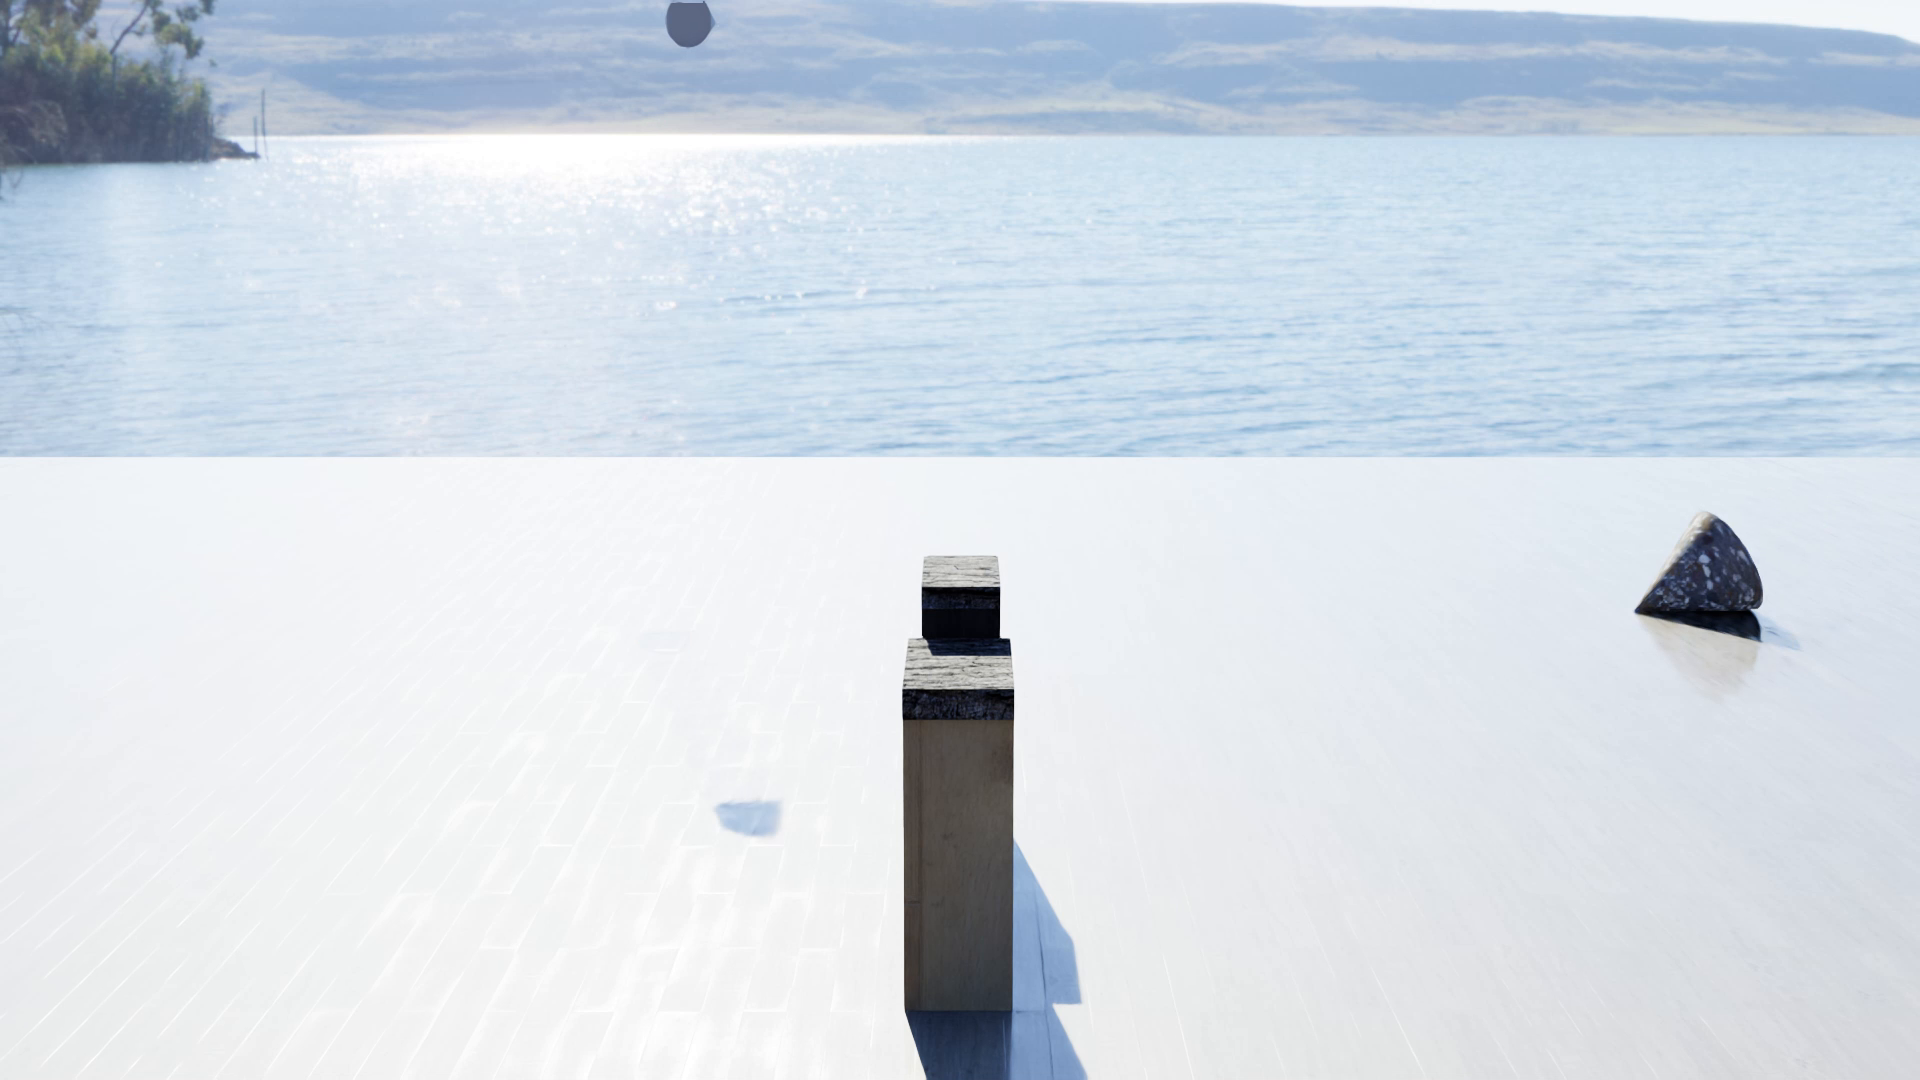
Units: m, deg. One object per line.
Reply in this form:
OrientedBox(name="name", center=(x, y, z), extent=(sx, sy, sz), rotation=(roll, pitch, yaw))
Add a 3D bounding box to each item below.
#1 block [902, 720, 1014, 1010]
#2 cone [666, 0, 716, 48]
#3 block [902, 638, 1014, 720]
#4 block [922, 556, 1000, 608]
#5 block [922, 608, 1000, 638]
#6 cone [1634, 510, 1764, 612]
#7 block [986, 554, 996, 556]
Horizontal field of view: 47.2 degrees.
OrientedBox(name="block", center=(-0.002, 0.459, 3.162), extent=(0.157, 0.443, 0.044), rotation=(0, 11, 0))
OrientedBox(name="cone", center=(-0.737, -1.482, 6.292), extent=(0.151, 0.151, 0.151), rotation=(5, 11, 25))
OrientedBox(name="block", center=(-0.002, 0.201, 3.221), extent=(0.157, 0.044, 0.314), rotation=(0, 10, 0))
OrientedBox(name="block", center=(0.001, 0.066, 3.484), extent=(0.122, 0.035, 0.244), rotation=(0, 11, 0))
OrientedBox(name="block", center=(0.001, 0.218, 3.430), extent=(0.122, 0.244, 0.035), rotation=(0, 11, 0))
OrientedBox(name="cone", center=(1.906, 0.123, 5.820), extent=(0.297, 0.297, 0.297), rotation=(-28, 14, -5))
OrientedBox(name="block", center=(0.004, 0.069, 3.982), extent=(0.125, 0.035, 0.250), rotation=(0, 11, 0))
